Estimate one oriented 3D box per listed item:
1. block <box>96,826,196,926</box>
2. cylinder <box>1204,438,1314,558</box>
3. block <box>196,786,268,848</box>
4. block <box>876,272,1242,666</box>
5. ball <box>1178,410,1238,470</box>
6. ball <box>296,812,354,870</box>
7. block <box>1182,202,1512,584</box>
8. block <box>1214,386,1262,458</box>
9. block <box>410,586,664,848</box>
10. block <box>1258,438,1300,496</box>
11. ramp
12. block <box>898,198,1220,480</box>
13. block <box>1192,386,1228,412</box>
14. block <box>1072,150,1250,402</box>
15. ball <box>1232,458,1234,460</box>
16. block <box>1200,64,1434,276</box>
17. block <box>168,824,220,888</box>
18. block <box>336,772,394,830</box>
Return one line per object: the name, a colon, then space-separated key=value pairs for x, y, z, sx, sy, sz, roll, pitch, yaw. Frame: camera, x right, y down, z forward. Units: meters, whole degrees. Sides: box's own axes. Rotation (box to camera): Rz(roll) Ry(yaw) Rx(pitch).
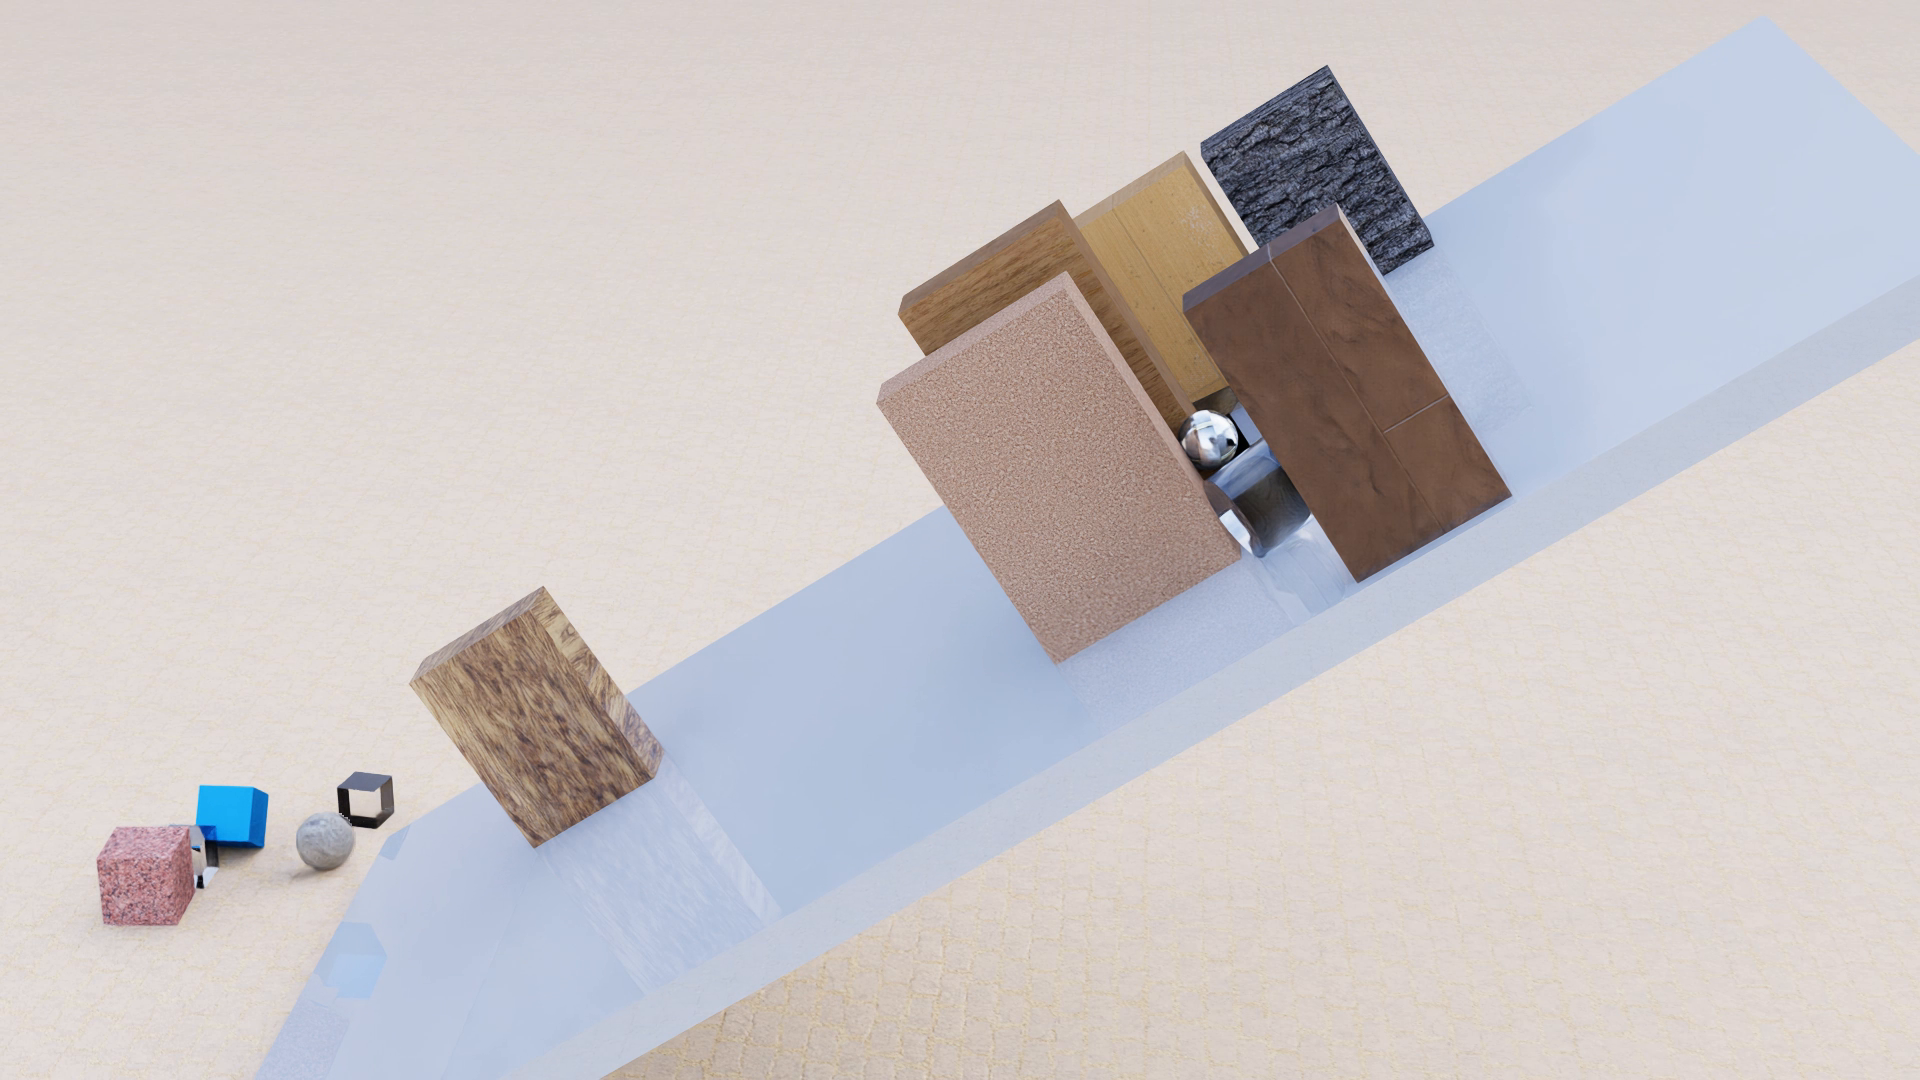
block: x=-2.064 y=0.852 z=7.464 sx=0.186 sy=0.186 sz=0.186 roll=0 pitch=20 yaw=0
cylinder: x=0.593 y=-0.094 z=5.603 sx=0.184 sy=0.184 sz=0.184 roll=-37 pitch=30 yaw=-9
block: x=-1.924 y=0.731 z=7.771 sx=0.144 sy=0.144 sz=0.144 roll=1 pitch=-13 yaw=4
block: x=0.195 y=-0.134 z=5.694 sx=0.426 sy=0.635 sz=0.129 roll=-31 pitch=15 yaw=14
ball: x=0.486 y=-0.196 z=5.764 sx=0.119 sy=0.119 sz=0.119 roll=0 pitch=20 yaw=0
ball: x=-1.662 y=0.787 z=7.692 sx=0.150 sy=0.150 sz=0.150 roll=0 pitch=20 yaw=0
block: x=0.676 y=-0.254 z=5.140 sx=0.312 sy=0.585 sz=0.118 roll=-31 pitch=15 yaw=14
block: x=0.634 y=-0.238 z=5.990 sx=0.168 sy=0.168 sz=0.168 roll=-25 pitch=18 yaw=32
block: x=-0.970 y=0.409 z=6.769 sx=0.346 sy=0.487 sz=0.149 roll=-31 pitch=15 yaw=14
block: x=0.694 y=-0.178 z=5.751 sx=0.130 sy=0.130 sz=0.130 roll=-40 pitch=16 yaw=-18
ramp: x=0.140 y=0.170 z=6.295 sx=4.000 sy=0.100 sz=2.000 roll=-31 pitch=15 yaw=14
block: x=0.232 y=-0.273 z=5.888 sx=0.372 sy=0.716 sz=0.140 roll=-31 pitch=15 yaw=14
block: x=0.511 y=-0.184 z=6.089 sx=0.166 sy=0.166 sz=0.166 roll=-25 pitch=18 yaw=32
block: x=0.474 y=-0.546 z=6.612 sx=0.386 sy=0.513 sz=0.147 roll=-31 pitch=15 yaw=14
ball: x=0.568 y=-0.101 z=5.772 sx=0.134 sy=0.134 sz=0.134 roll=0 pitch=20 yaw=0
block: x=0.818 y=-0.794 z=6.751 sx=0.340 sy=0.461 sz=0.140 roll=-31 pitch=15 yaw=14
block: x=-2.008 y=0.821 z=7.639 sx=0.122 sy=0.122 sz=0.122 roll=2 pitch=20 yaw=4
block: x=-1.610 y=0.705 z=7.972 sx=0.110 sy=0.110 sz=0.110 roll=5 pitch=21 yaw=14
